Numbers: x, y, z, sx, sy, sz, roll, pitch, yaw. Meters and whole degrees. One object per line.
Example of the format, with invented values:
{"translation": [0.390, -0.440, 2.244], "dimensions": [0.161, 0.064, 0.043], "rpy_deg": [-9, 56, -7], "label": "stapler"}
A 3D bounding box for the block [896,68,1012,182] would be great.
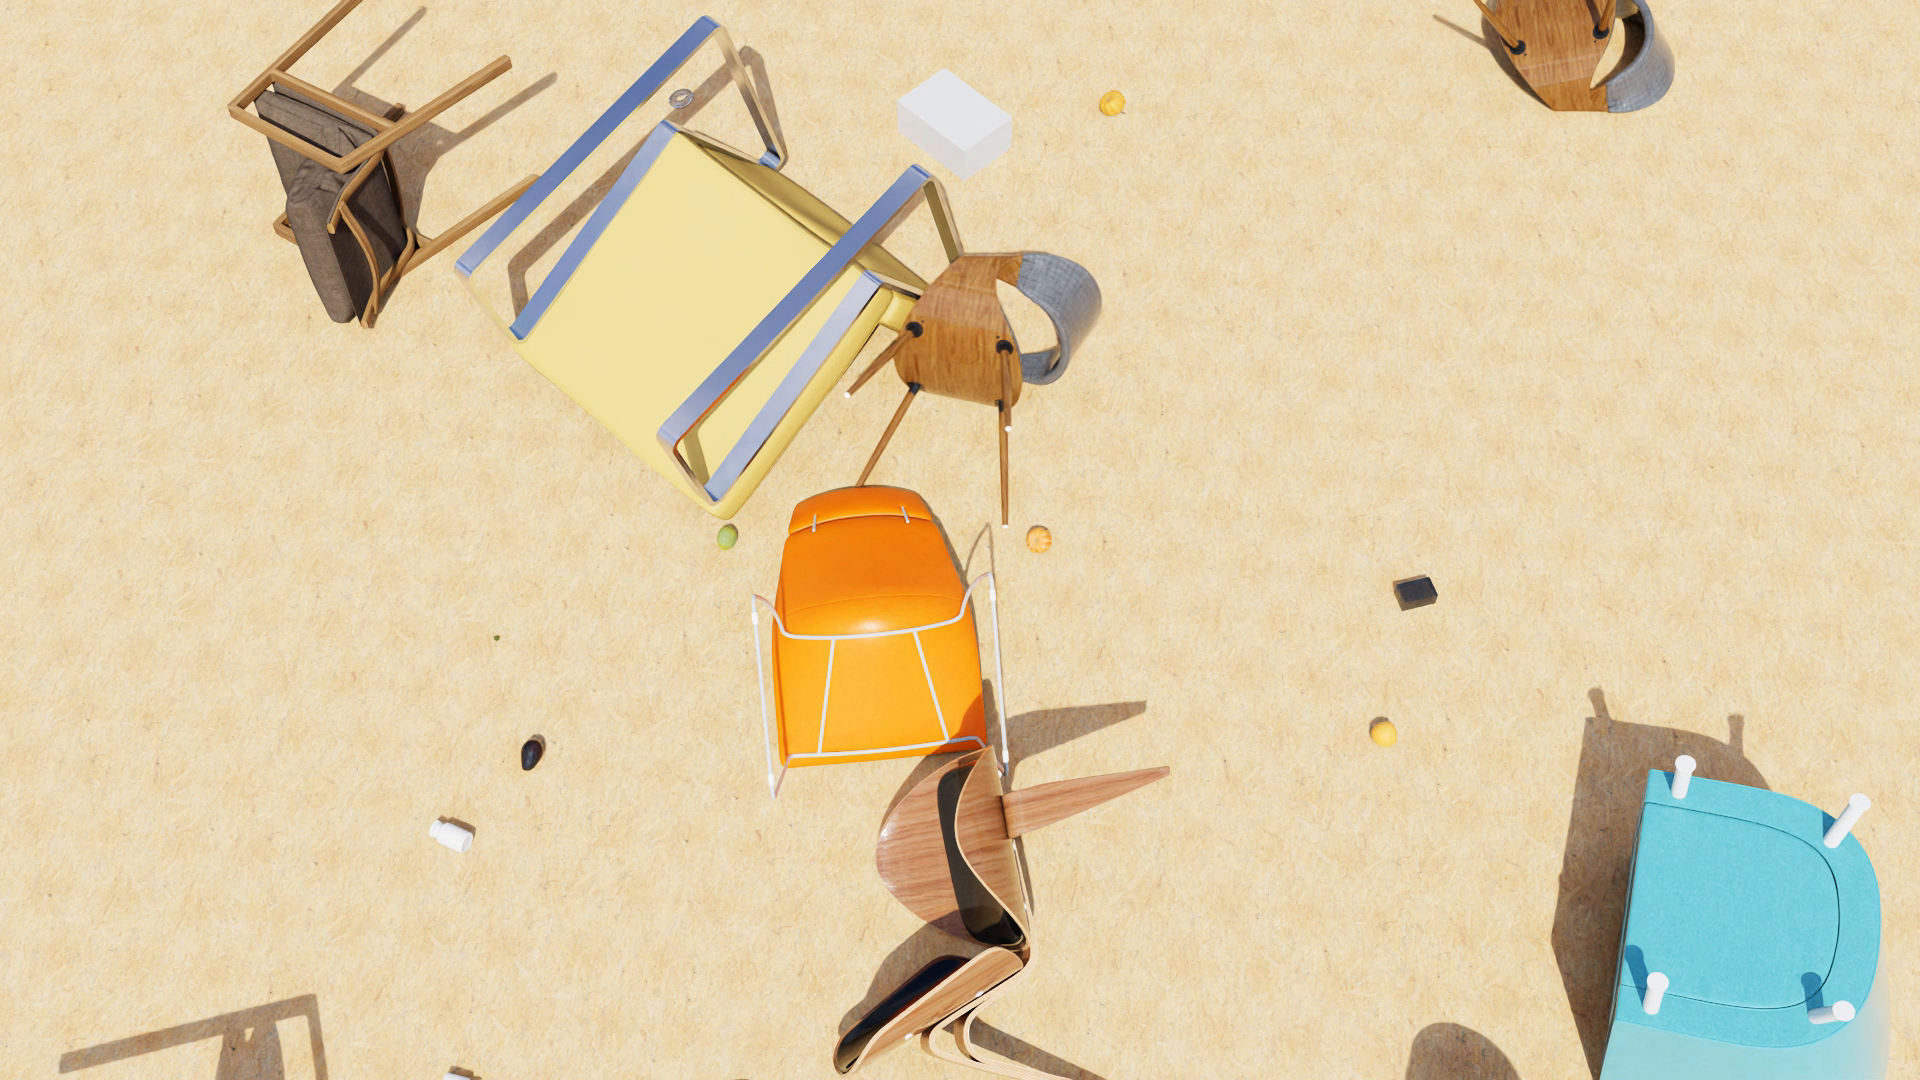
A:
{"translation": [-0.019, -1.405, 7.430], "dimensions": [0.223, 0.144, 0.326], "rpy_deg": [-39, 64, -23], "label": "block"}

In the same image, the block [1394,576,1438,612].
{"translation": [1.335, 0.158, 6.440], "dimensions": [0.105, 0.045, 0.066], "rpy_deg": [-13, 57, -8], "label": "block"}

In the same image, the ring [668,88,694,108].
{"translation": [-0.962, -1.524, 7.582], "dimensions": [0.096, 0.024, 0.071], "rpy_deg": [-39, 65, -22], "label": "ring"}
